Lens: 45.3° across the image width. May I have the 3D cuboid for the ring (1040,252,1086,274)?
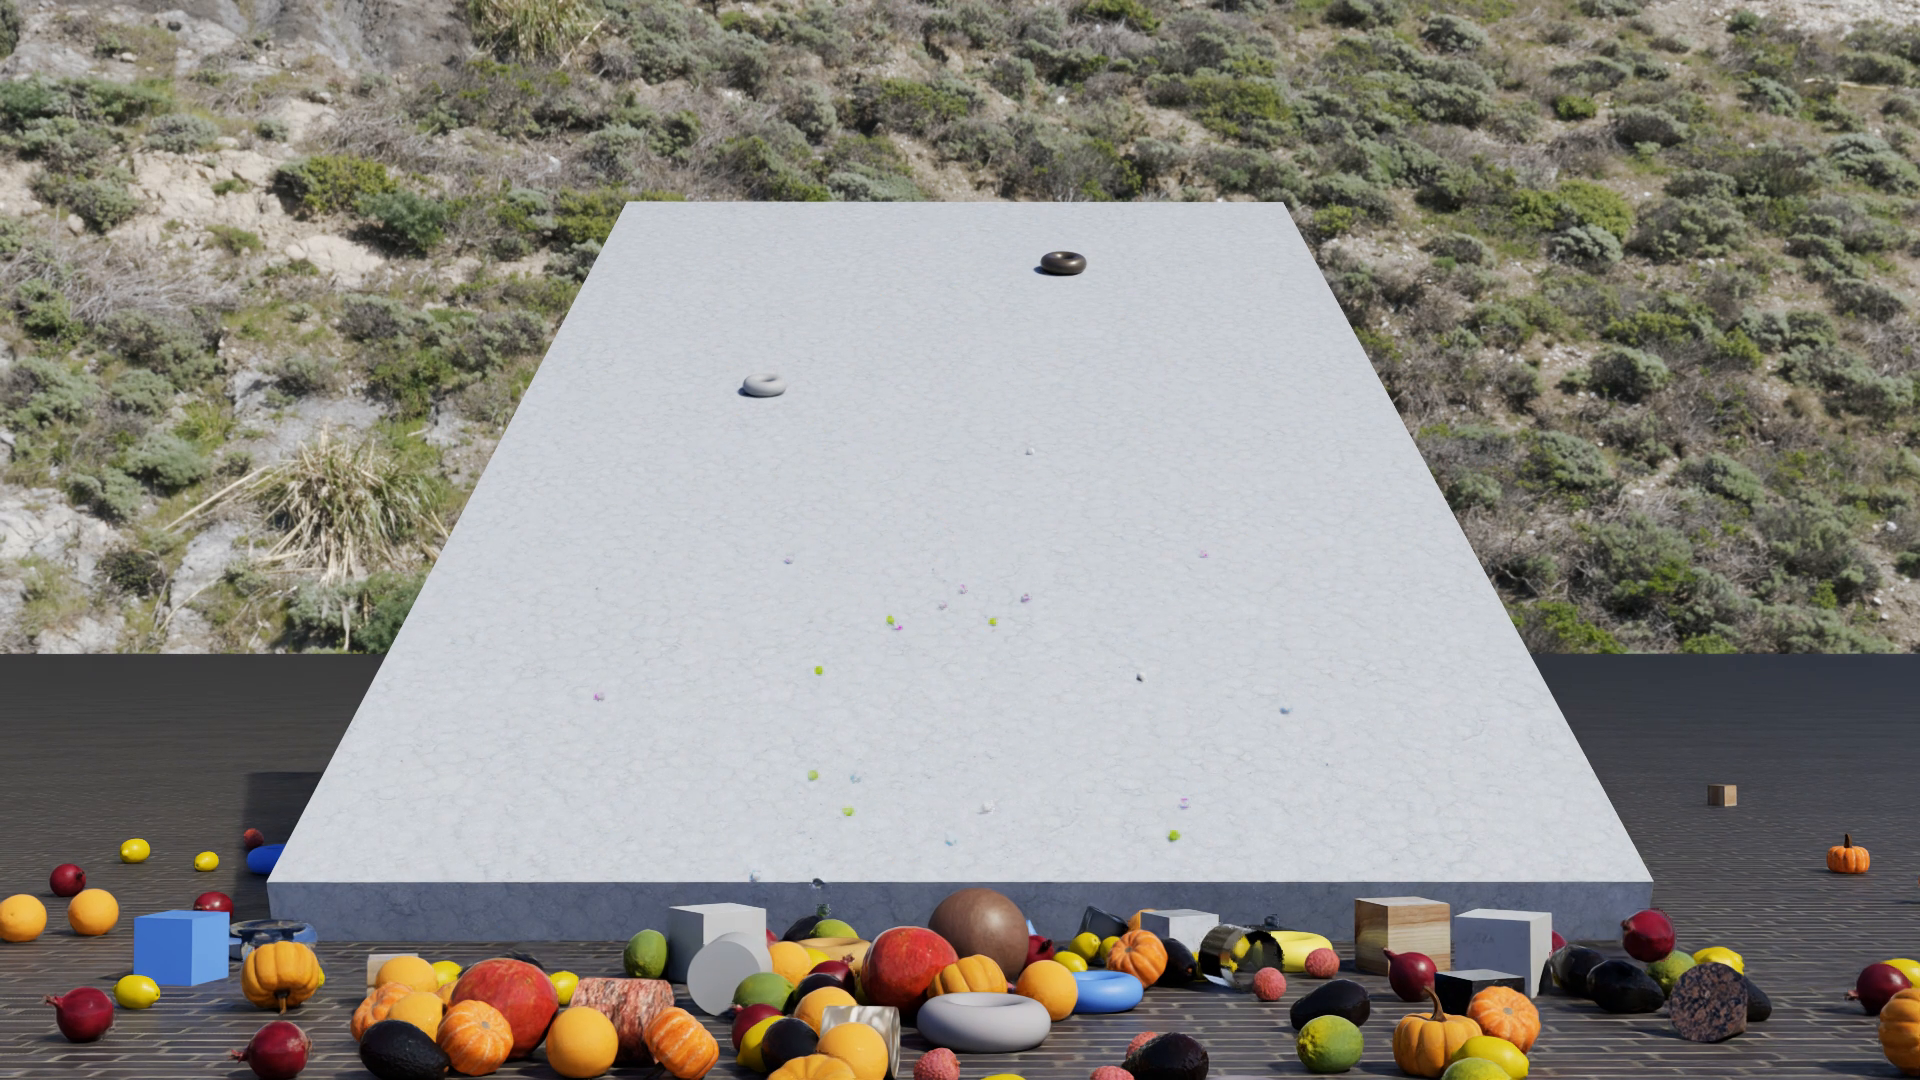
[{"bbox_3d":[0.284,-0.758,6.303,0.129,0.043,0.129,1,21,0],"label":"ring"}]

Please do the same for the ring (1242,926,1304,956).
[{"bbox_3d":[0.424,0.560,3.215,0.111,0.037,0.111,1,-3,0],"label":"ring"}]

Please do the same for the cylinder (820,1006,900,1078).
[{"bbox_3d":[-0.099,0.501,2.298,0.070,0.070,0.070,0,-3,7],"label":"cylinder"}]

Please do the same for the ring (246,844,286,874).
[{"bbox_3d":[-1.286,0.610,4.394,0.145,0.048,0.145,0,-2,0],"label":"ring"}]

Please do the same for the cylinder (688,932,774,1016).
[{"bbox_3d":[-0.271,0.512,2.717,0.087,0.087,0.087,0,-3,4],"label":"cylinder"}]

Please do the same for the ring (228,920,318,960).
[{"bbox_3d":[-0.961,0.555,3.196,0.134,0.045,0.134,1,-1,0],"label":"ring"}]

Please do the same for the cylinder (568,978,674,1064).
[{"bbox_3d":[-0.349,0.497,2.379,0.085,0.085,0.085,-1,-3,12],"label":"cylinder"}]

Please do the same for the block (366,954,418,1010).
[{"bbox_3d":[-0.680,0.528,2.758,0.057,0.057,0.057,1,-3,-12],"label":"block"}]

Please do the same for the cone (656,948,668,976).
[{"bbox_3d":[-0.360,0.556,3.011,0.057,0.057,0.057,27,-7,-7],"label":"cone"}]

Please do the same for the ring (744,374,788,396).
[{"bbox_3d":[-0.452,-0.360,5.343,0.103,0.034,0.103,1,22,0],"label":"ring"}]

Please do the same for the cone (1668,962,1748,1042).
[{"bbox_3d":[0.847,0.526,2.542,0.092,0.092,0.092,-3,-31,47],"label":"cone"}]

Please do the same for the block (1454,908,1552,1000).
[{"bbox_3d":[0.678,0.515,2.870,0.095,0.095,0.095,-2,-3,29],"label":"block"}]

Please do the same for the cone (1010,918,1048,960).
[{"bbox_3d":[0.095,0.550,3.183,0.054,0.054,0.054,0,-3,0],"label":"cone"}]

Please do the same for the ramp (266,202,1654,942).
[{"bbox_3d":[-0.007,-0.223,5.187,2.000,0.100,4.000,0,22,0],"label":"ramp"}]

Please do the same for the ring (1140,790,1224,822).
[{"bbox_3d":[0.338,0.406,3.510,0.127,0.042,0.127,5,-8,1],"label":"ring"}]

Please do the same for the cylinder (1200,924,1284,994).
[{"bbox_3d":[0.353,0.525,2.888,0.077,0.077,0.077,1,-3,-24],"label":"cylinder"}]

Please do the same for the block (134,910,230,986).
[{"bbox_3d":[-1.003,0.525,2.966,0.084,0.084,0.084,-1,-3,15],"label":"block"}]

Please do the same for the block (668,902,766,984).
[{"bbox_3d":[-0.314,0.521,2.971,0.092,0.092,0.092,2,-3,-36],"label":"block"}]

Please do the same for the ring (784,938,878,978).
[{"bbox_3d":[-0.170,0.549,3.025,0.125,0.042,0.125,-1,-2,0],"label":"ring"}]

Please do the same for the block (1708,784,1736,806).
[{"bbox_3d":[2.069,0.693,6.252,0.054,0.054,0.054,2,-3,-38],"label":"block"}]

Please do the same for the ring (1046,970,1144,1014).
[{"bbox_3d":[0.160,0.537,2.735,0.116,0.039,0.116,-1,-3,0],"label":"ring"}]

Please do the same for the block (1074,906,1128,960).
[{"bbox_3d":[0.194,0.540,3.162,0.052,0.052,0.052,22,0,-5],"label":"block"}]

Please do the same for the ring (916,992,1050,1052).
[{"bbox_3d":[0.026,0.521,2.488,0.146,0.049,0.146,1,-2,0],"label":"ring"}]

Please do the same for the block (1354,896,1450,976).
[{"bbox_3d":[0.586,0.525,3.054,0.091,0.091,0.091,1,-3,-18],"label":"block"}]

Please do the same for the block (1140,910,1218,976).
[{"bbox_3d":[0.291,0.533,3.057,0.075,0.075,0.075,1,-3,-26],"label":"block"}]

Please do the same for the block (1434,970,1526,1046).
[{"bbox_3d":[0.570,0.512,2.525,0.069,0.069,0.069,1,-3,-24],"label":"block"}]

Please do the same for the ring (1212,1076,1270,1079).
[{"bbox_3d":[0.263,0.513,2.122,0.086,0.029,0.086,1,-3,0],"label":"ring"}]
